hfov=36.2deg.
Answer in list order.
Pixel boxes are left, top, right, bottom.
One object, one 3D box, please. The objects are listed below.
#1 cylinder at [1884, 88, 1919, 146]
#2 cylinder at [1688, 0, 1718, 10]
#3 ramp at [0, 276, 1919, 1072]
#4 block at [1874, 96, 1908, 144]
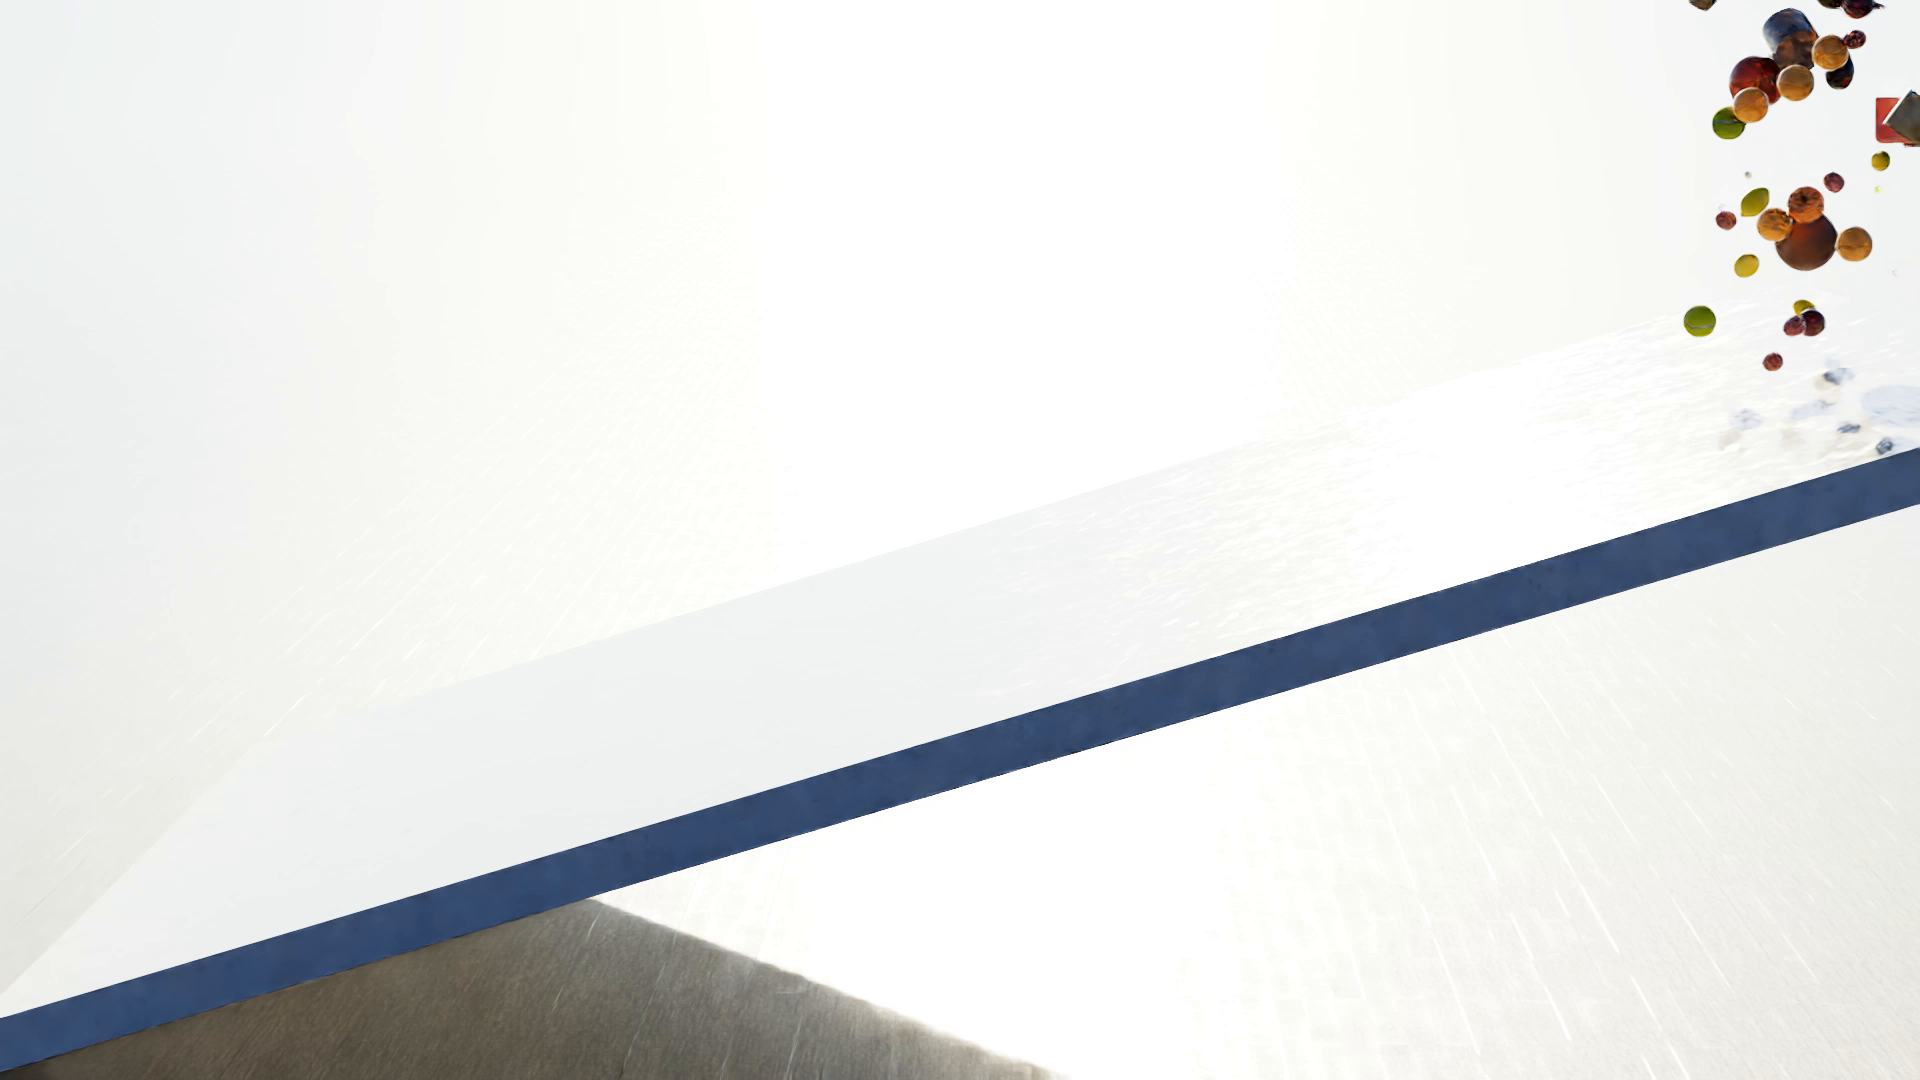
[{"bbox_3d":[1.920,-0.852,5.919,0.084,0.084,0.084,28,22,-13],"label":"cylinder"},{"bbox_3d":[1.534,-1.136,6.027,0.073,0.073,0.073,-44,30,-18],"label":"cylinder"},{"bbox_3d":[0.098,0.184,6.313,4.000,0.100,2.000,-17,10,5],"label":"ramp"},{"bbox_3d":[1.930,-0.863,6.047,0.085,0.085,0.085,0,0,23],"label":"block"}]
